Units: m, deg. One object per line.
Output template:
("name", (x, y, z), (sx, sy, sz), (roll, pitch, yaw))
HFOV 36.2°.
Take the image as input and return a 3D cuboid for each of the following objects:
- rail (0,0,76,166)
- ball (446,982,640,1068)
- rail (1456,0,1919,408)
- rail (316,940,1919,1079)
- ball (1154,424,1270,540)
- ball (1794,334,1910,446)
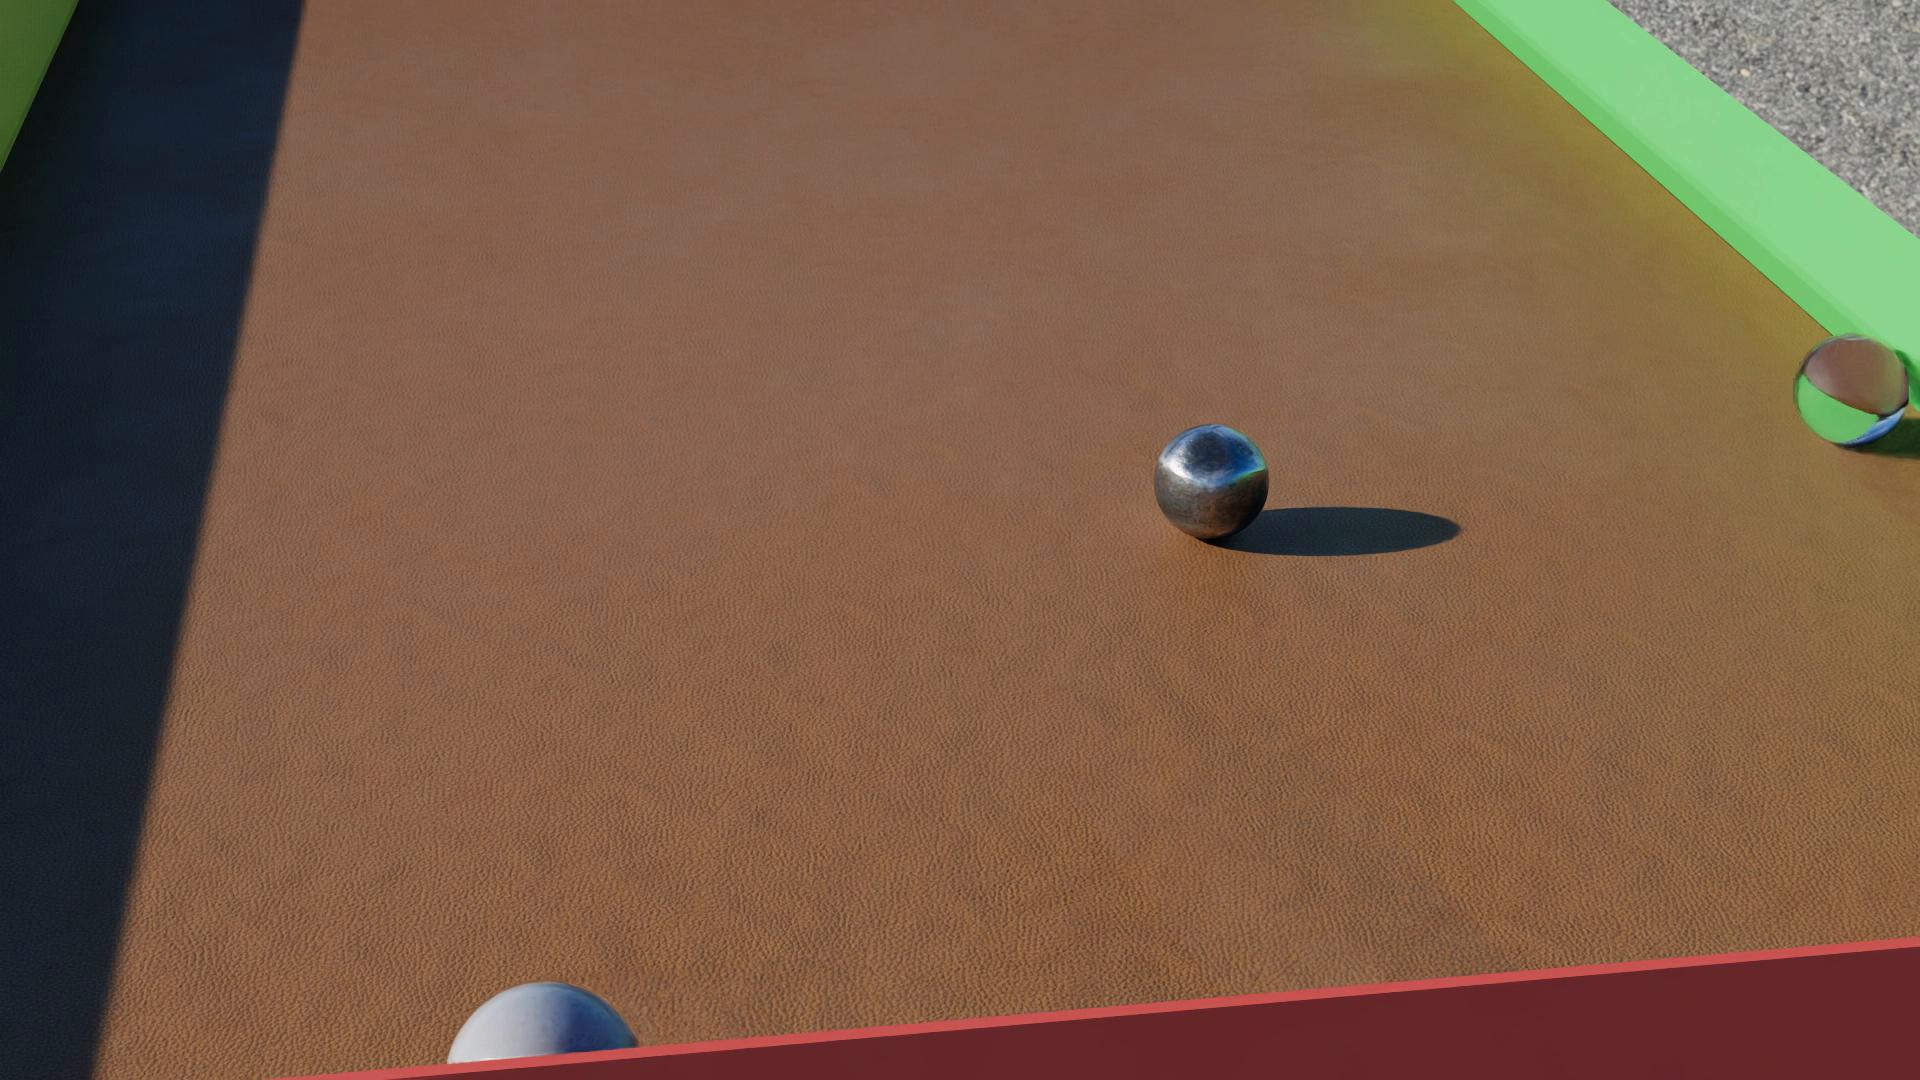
("rail", (-0.847, -0.259, 2.454), (0.045, 0.124, 2.692), (-4, 26, -8))
("ball", (-0.198, 0.259, 1.404), (0.095, 0.095, 0.095), (0, 25, 0))
("rail", (0.648, -0.355, 2.656), (0.045, 0.124, 2.692), (-4, 26, -8))
("rail", (0.096, 0.256, 1.375), (1.560, 0.124, 0.045), (-4, 26, -8))
("ball", (0.175, -0.041, 2.049), (0.081, 0.081, 0.081), (0, 25, 0))
("ball", (0.666, -0.112, 2.196), (0.083, 0.083, 0.083), (0, 25, 0))
